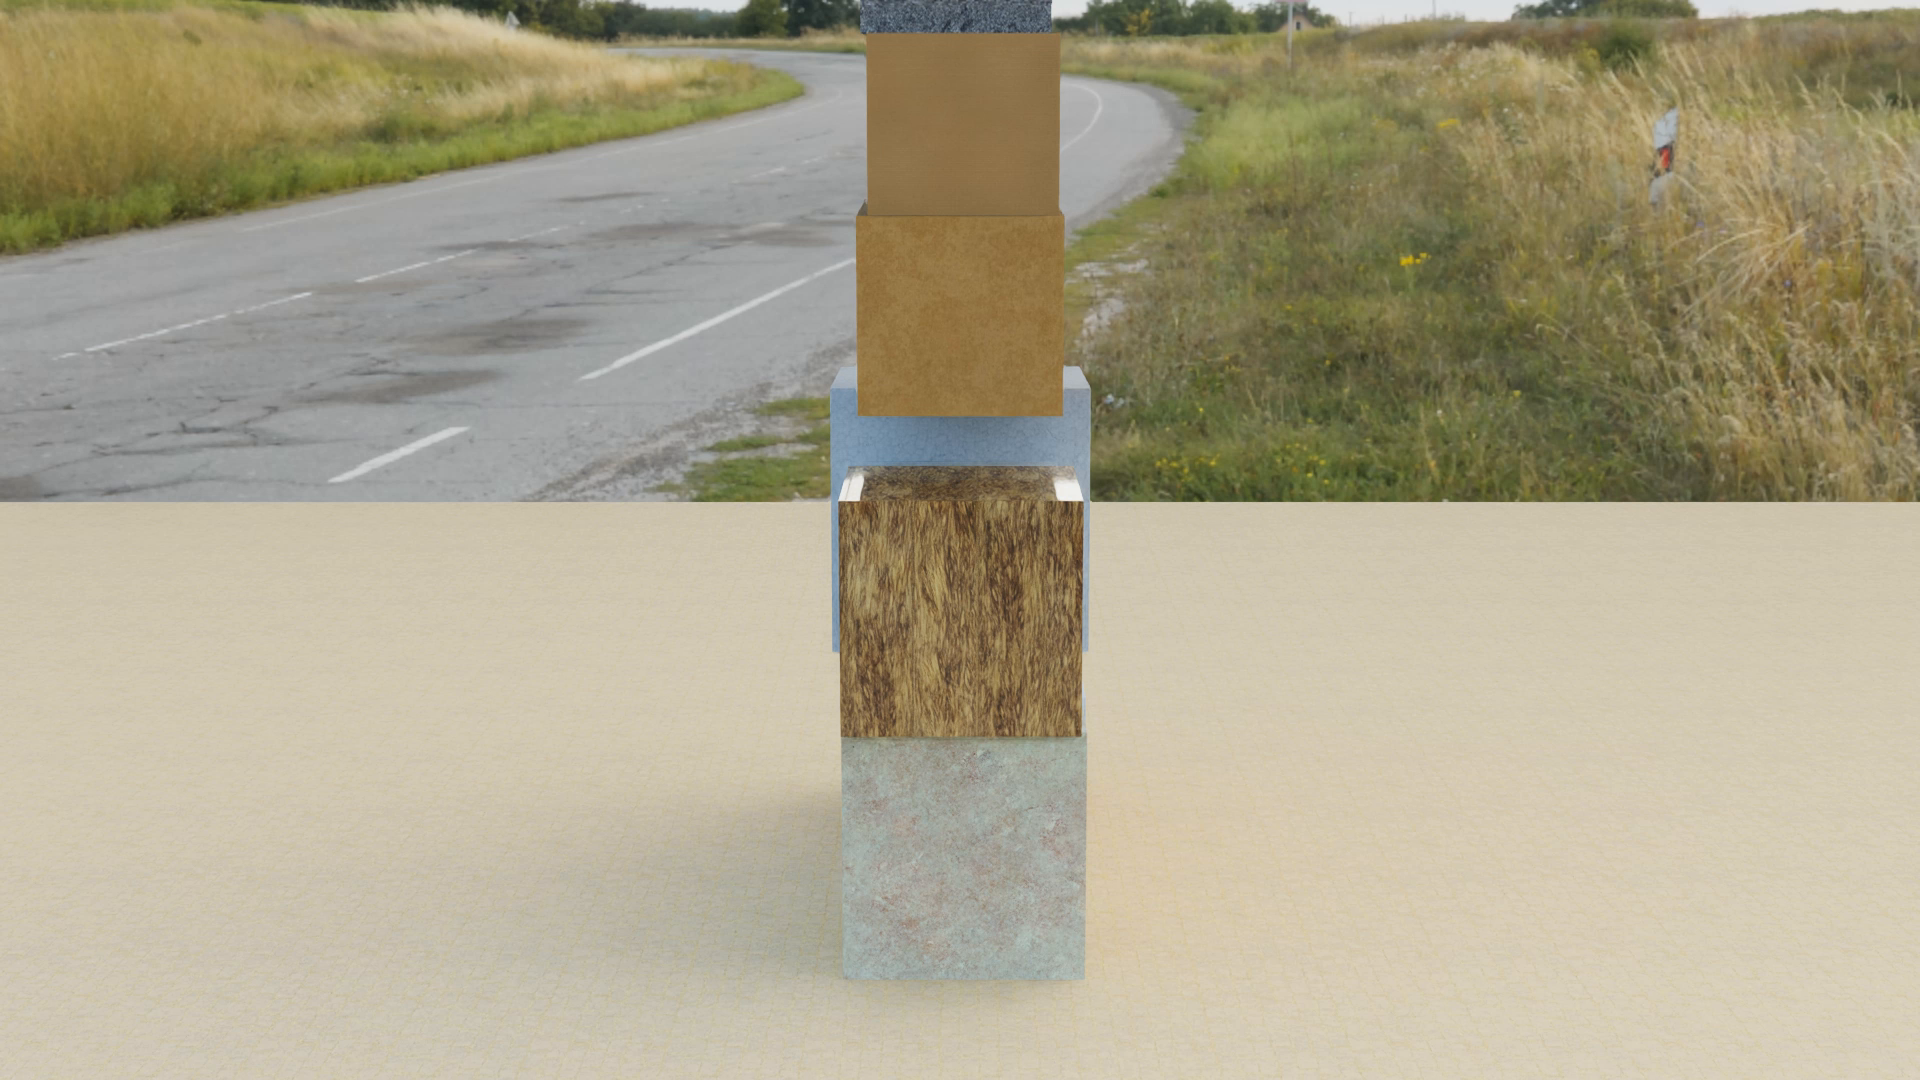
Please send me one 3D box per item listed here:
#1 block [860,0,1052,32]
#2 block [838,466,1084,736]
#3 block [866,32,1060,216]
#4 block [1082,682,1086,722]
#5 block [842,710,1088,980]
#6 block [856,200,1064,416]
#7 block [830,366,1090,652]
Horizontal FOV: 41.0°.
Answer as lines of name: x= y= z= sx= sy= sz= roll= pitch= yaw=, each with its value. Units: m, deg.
block: x=-0.017 y=-2.532 z=10.715 sx=0.773 sy=0.809 sz=0.824 roll=0 pitch=11 yaw=0
block: x=0.004 y=0.225 z=10.178 sx=0.924 sy=0.916 sz=0.874 roll=0 pitch=10 yaw=0
block: x=0.014 y=-1.776 z=10.867 sx=0.784 sy=0.733 sz=0.887 roll=0 pitch=11 yaw=0
block: x=0.019 y=1.025 z=11.356 sx=1.021 sy=0.920 sz=1.021 roll=0 pitch=10 yaw=0
block: x=0.016 y=1.157 z=10.410 sx=0.949 sy=1.000 sz=0.866 roll=0 pitch=10 yaw=0
block: x=0.001 y=-1.014 z=11.022 sx=0.850 sy=0.823 sz=0.995 roll=0 pitch=11 yaw=0
block: x=0.002 y=-0.170 z=12.075 sx=1.160 sy=1.196 sz=1.138 roll=0 pitch=9 yaw=0
